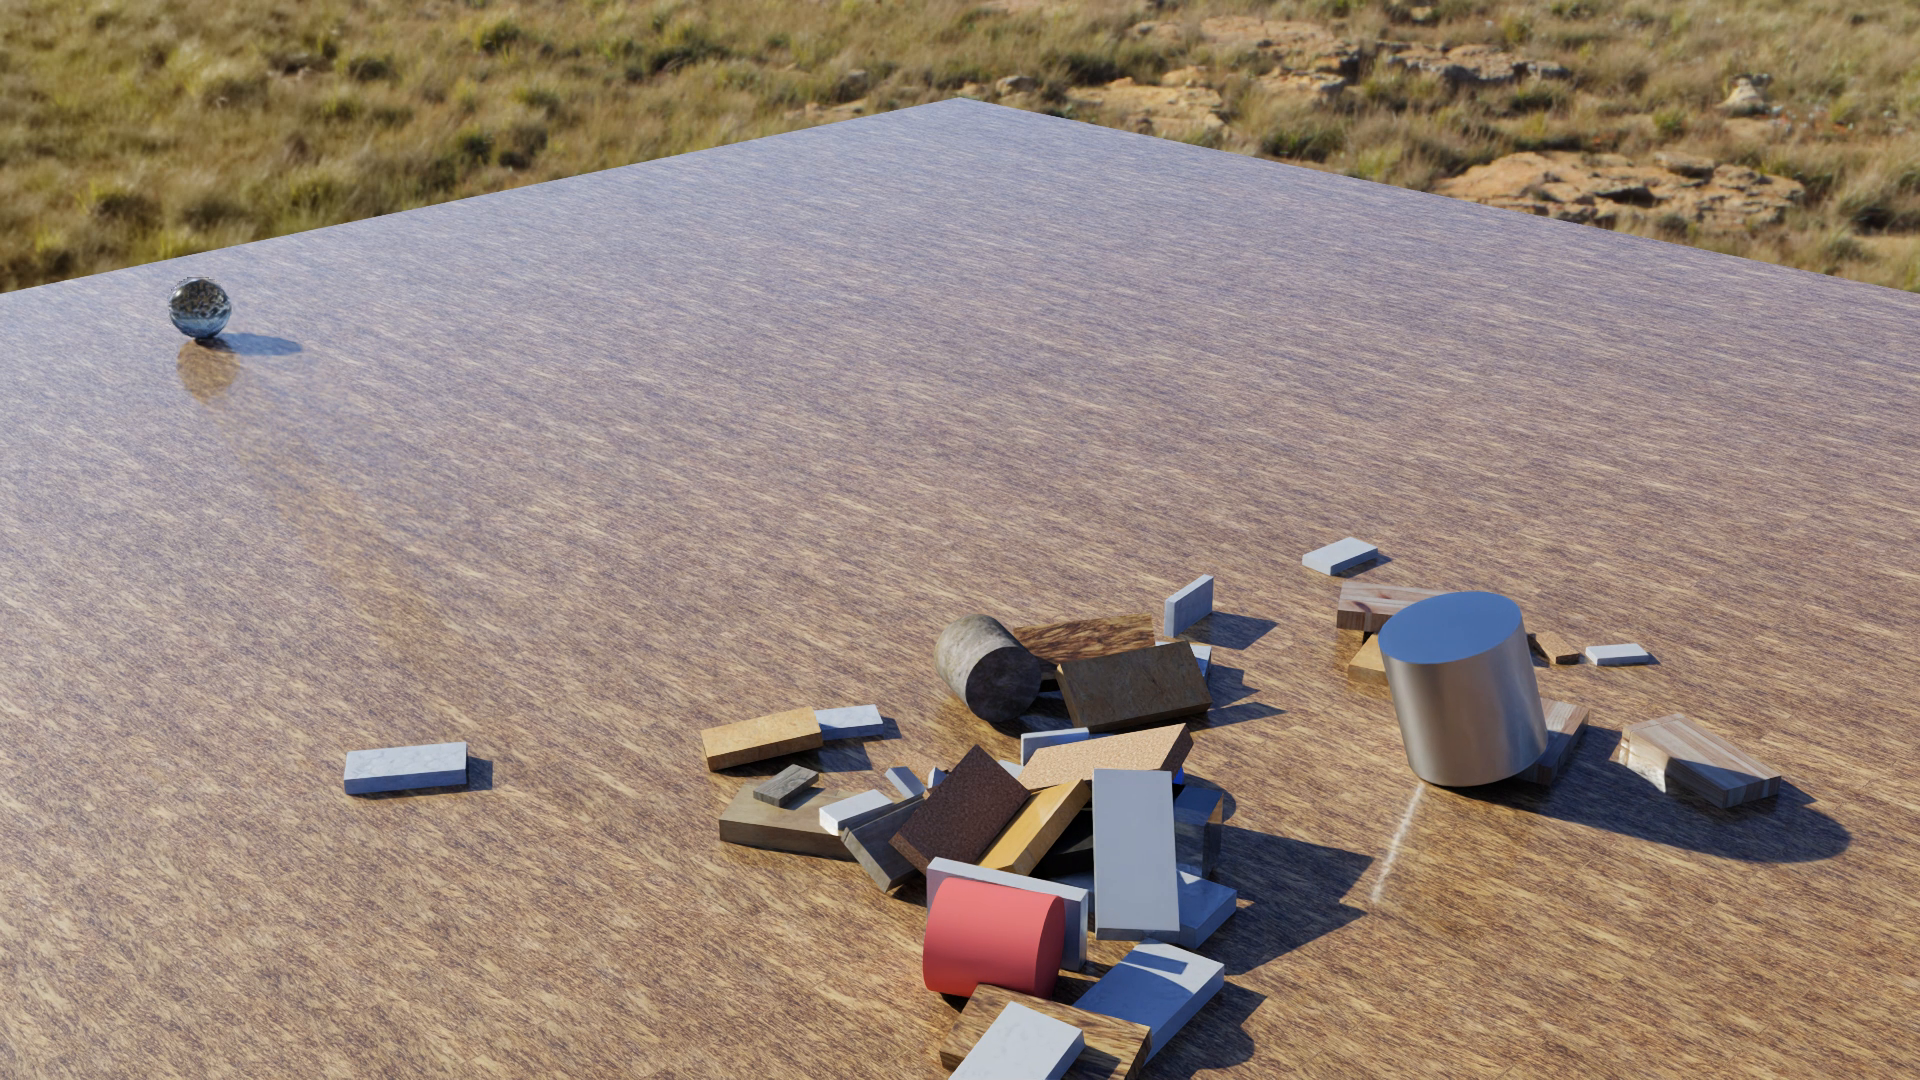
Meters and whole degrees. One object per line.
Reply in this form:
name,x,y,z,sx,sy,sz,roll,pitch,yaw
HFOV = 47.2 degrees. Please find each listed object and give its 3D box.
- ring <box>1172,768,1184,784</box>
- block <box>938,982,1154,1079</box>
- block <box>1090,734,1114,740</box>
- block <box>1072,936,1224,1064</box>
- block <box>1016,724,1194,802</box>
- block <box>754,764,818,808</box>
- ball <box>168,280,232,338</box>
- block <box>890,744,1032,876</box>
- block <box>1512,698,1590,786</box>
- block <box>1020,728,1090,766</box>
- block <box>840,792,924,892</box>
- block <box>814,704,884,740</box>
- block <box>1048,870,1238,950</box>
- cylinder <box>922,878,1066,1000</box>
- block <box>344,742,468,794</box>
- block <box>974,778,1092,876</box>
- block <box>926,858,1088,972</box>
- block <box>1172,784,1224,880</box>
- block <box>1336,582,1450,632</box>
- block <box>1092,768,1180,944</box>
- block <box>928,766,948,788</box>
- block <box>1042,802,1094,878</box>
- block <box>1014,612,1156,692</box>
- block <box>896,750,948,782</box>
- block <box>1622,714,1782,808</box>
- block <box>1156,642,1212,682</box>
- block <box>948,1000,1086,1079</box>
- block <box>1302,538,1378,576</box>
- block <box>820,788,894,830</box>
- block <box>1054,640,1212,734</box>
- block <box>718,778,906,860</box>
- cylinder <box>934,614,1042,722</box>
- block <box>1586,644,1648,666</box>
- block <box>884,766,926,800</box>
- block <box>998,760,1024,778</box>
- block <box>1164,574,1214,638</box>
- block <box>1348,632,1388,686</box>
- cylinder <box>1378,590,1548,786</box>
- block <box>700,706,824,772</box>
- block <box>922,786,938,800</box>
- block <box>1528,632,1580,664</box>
ring,0.341,0.480,4.529,0.238,0.079,0.238,0,22,0
block,0.143,0.843,3.651,0.316,0.045,0.158,9,40,26
block,0.307,0.445,4.692,0.054,0.015,0.108,0,23,-1
block,0.313,0.803,3.810,0.158,0.045,0.316,15,27,31
block,0.280,0.455,4.380,0.341,0.048,0.171,-13,20,30
block,-0.351,0.496,4.444,0.066,0.019,0.131,14,27,31
ball,-2.531,-0.769,7.321,0.197,0.197,0.197,0,23,0
block,0.003,0.538,4.267,0.148,0.042,0.295,42,46,4
block,1.230,0.424,4.707,0.152,0.043,0.304,12,26,27
block,0.200,0.438,4.637,0.142,0.071,0.020,-5,23,-11
block,-0.080,0.573,4.276,0.282,0.040,0.141,-20,57,-41
block,-0.267,0.399,4.786,0.184,0.026,0.092,-5,24,-12
block,0.342,0.665,4.135,0.316,0.045,0.158,15,27,31
cylinder,0.061,0.705,3.843,0.200,0.200,0.200,7,24,16
block,-1.156,0.476,4.596,0.245,0.035,0.122,-4,23,-10
block,0.129,0.568,4.221,0.141,0.040,0.282,-23,15,43
block,0.084,0.676,3.978,0.295,0.148,0.042,9,25,21
block,0.421,0.567,4.248,0.137,0.137,0.137,9,25,20
block,1.072,0.169,5.212,0.341,0.048,0.171,5,24,12
block,0.323,0.581,4.076,0.148,0.042,0.350,2,49,-1
block,-0.032,0.517,4.459,0.071,0.020,0.142,35,18,-9
block,0.239,0.564,4.277,0.152,0.043,0.304,-12,14,6
block,0.284,0.257,4.971,0.315,0.045,0.158,-6,49,1
block,-0.081,0.476,4.619,0.054,0.015,0.108,-19,30,-38
block,1.553,0.461,4.619,0.152,0.043,0.304,-10,25,-23
block,0.410,0.283,5.036,0.315,0.045,0.158,5,23,11
block,0.067,0.877,3.549,0.141,0.040,0.282,15,43,32
block,0.974,0.041,5.631,0.184,0.026,0.092,-18,29,-37
block,-0.205,0.533,4.356,0.131,0.019,0.066,-16,28,-32
block,0.382,0.324,4.829,0.315,0.045,0.157,-9,62,-20
block,-0.289,0.558,4.384,0.341,0.048,0.171,6,24,14
cylinder,0.060,0.282,4.864,0.182,0.182,0.182,-9,25,-21
block,1.527,0.266,5.112,0.125,0.018,0.063,-3,23,-8
block,-0.089,0.510,4.432,0.131,0.019,0.066,46,20,23
block,0.118,0.490,4.587,0.108,0.015,0.054,14,27,29
block,0.549,0.158,5.271,0.026,0.092,0.184,16,28,33
block,1.010,0.255,5.115,0.122,0.035,0.313,11,25,25
cylinder,1.045,0.307,4.568,0.294,0.294,0.294,-16,23,7
block,-0.423,0.422,4.682,0.245,0.035,0.122,-12,25,-9
block,0.004,0.508,4.344,0.142,0.020,0.071,-12,52,-37
block,1.389,0.250,5.148,0.063,0.018,0.125,-7,24,-15
